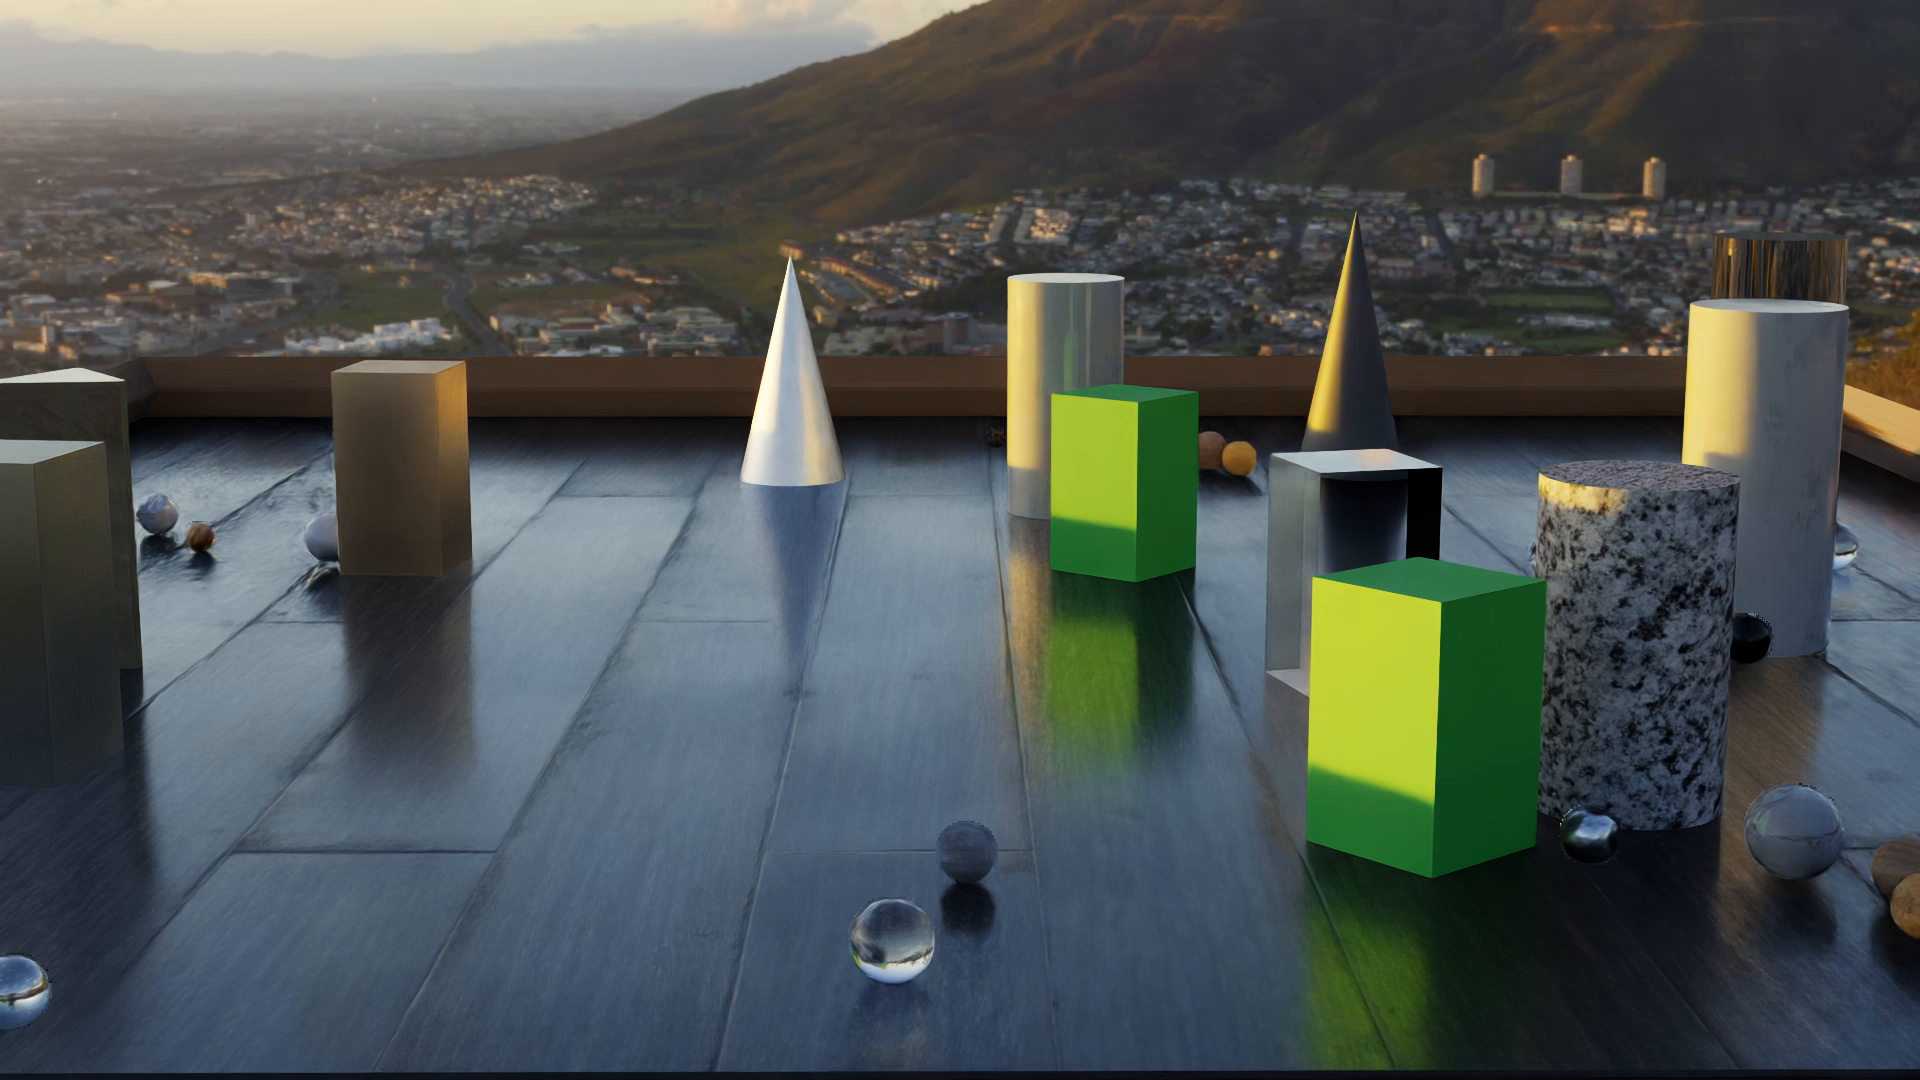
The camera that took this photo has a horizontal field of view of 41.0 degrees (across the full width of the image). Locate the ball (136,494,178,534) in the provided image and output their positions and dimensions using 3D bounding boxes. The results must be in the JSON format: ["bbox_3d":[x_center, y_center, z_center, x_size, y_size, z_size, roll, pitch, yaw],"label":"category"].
[{"bbox_3d":[-1.253,-0.040,4.007,0.062,0.062,0.062,0,11,0],"label":"ball"}]

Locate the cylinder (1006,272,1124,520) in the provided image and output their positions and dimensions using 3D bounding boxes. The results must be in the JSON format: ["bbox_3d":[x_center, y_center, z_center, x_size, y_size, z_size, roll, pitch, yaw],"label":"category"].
[{"bbox_3d":[0.172,-0.237,4.193,0.190,0.382,0.190,0,11,0],"label":"cylinder"}]

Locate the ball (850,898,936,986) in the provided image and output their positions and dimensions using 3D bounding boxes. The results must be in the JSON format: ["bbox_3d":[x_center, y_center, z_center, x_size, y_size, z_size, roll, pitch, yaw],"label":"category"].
[{"bbox_3d":[-0.054,0.321,2.051,0.069,0.069,0.069,0,11,0],"label":"ball"}]

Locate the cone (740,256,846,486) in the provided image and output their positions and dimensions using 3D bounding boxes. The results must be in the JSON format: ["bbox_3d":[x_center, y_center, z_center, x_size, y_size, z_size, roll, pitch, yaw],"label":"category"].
[{"bbox_3d":[-0.296,-0.305,4.522,0.190,0.395,0.190,0,11,0],"label":"cone"}]

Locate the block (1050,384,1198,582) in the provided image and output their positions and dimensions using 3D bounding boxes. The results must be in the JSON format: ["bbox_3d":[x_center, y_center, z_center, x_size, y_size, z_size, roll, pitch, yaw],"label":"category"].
[{"bbox_3d":[0.238,-0.086,3.720,0.152,0.257,0.152,9,14,38],"label":"block"}]

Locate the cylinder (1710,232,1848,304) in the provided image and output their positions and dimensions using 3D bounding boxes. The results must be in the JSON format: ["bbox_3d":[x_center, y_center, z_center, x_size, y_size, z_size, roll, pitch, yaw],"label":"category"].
[{"bbox_3d":[1.207,-0.214,3.814,0.190,0.474,0.190,0,11,0],"label":"cylinder"}]

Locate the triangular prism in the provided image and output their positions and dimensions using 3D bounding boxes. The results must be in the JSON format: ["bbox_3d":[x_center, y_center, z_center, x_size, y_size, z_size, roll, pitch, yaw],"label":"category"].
[{"bbox_3d":[-1.089,-0.028,3.155,0.164,0.351,0.142,-1,11,-7],"label":"triangular prism"}]

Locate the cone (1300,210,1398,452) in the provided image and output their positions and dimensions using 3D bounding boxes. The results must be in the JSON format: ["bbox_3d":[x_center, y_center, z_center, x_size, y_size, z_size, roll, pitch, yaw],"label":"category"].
[{"bbox_3d":[0.709,-0.363,4.627,0.190,0.469,0.190,0,11,0],"label":"cone"}]

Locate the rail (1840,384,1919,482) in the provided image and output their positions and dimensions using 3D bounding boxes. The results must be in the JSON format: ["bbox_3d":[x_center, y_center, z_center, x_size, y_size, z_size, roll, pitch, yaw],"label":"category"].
[{"bbox_3d":[1.664,0.030,3.459,0.045,0.123,3.841,0,11,0],"label":"rail"}]

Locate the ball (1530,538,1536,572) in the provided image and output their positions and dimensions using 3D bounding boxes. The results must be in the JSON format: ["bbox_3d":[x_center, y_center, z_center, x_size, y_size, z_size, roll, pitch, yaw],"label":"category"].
[{"bbox_3d":[0.847,0.020,3.593,0.095,0.095,0.095,0,11,0],"label":"ball"}]

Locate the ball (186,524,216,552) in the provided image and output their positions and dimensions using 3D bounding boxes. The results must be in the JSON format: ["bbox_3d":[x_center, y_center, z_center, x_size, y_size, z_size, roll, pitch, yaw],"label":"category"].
[{"bbox_3d":[-1.145,-0.004,3.865,0.043,0.043,0.043,0,11,0],"label":"ball"}]

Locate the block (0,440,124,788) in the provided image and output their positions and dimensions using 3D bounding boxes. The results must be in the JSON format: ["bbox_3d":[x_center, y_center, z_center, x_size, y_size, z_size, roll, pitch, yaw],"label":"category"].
[{"bbox_3d":[-0.983,0.073,2.661,0.152,0.334,0.152,2,11,8],"label":"block"}]

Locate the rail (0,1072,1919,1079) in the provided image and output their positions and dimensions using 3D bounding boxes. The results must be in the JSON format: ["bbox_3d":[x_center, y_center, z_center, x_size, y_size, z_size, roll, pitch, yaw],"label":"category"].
[{"bbox_3d":[0.011,0.379,1.585,3.375,0.123,0.045,0,11,0],"label":"rail"}]

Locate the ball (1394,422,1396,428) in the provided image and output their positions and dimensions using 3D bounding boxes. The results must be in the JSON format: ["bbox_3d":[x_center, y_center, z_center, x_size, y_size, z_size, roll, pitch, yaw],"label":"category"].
[{"bbox_3d":[0.785,-0.212,4.873,0.084,0.084,0.084,0,11,0],"label":"ball"}]

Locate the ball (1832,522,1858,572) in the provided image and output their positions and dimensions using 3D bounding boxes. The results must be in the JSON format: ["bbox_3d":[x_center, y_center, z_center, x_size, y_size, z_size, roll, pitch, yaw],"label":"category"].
[{"bbox_3d":[1.260,0.010,3.711,0.073,0.073,0.073,0,11,0],"label":"ball"}]

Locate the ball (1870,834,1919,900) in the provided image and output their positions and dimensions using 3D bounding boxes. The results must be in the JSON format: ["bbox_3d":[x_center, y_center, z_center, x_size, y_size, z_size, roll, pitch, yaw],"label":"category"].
[{"bbox_3d":[0.830,0.288,2.244,0.062,0.062,0.062,0,11,0],"label":"ball"}]

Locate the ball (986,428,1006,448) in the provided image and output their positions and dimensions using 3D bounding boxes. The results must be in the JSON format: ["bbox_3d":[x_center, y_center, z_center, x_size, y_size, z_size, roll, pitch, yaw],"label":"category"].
[{"bbox_3d":[0.069,-0.195,4.902,0.040,0.040,0.040,0,11,0],"label":"ball"}]

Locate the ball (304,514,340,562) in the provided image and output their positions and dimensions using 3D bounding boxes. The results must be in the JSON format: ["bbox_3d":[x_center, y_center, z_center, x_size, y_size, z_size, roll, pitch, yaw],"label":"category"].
[{"bbox_3d":[-0.922,-0.003,3.753,0.071,0.071,0.071,0,11,0],"label":"ball"}]

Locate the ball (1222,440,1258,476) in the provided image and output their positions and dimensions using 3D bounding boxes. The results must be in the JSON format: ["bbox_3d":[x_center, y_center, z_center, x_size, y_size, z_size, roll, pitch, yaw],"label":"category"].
[{"bbox_3d":[0.498,-0.146,4.573,0.063,0.063,0.063,0,11,0],"label":"ball"}]

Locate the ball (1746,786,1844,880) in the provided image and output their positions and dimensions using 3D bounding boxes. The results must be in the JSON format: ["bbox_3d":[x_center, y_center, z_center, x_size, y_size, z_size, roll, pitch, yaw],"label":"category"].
[{"bbox_3d":[0.753,0.264,2.313,0.085,0.085,0.085,0,11,0],"label":"ball"}]

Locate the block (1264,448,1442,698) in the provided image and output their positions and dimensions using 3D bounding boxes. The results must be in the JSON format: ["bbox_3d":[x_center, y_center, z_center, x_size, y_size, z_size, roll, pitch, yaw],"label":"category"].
[{"bbox_3d":[0.463,0.037,3.033,0.152,0.266,0.152,-3,11,-15],"label":"block"}]

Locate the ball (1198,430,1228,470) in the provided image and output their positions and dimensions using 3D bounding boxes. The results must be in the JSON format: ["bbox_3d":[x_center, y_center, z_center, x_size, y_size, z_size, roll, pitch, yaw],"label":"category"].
[{"bbox_3d":[0.451,-0.162,4.638,0.071,0.071,0.071,0,11,0],"label":"ball"}]

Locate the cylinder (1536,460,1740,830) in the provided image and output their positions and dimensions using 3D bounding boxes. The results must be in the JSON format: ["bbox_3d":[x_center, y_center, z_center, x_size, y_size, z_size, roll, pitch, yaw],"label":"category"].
[{"bbox_3d":[0.661,0.099,2.527,0.190,0.331,0.190,0,11,0],"label":"cylinder"}]

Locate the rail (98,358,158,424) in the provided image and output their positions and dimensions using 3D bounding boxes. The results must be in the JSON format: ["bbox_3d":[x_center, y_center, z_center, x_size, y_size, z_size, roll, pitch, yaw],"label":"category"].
[{"bbox_3d":[-1.664,0.033,3.440,0.045,0.123,3.841,0,11,0],"label":"rail"}]

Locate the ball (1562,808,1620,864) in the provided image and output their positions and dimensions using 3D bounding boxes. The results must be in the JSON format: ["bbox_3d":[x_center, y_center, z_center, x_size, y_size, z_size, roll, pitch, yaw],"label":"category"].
[{"bbox_3d":[0.580,0.272,2.359,0.052,0.052,0.052,0,11,0],"label":"ball"}]

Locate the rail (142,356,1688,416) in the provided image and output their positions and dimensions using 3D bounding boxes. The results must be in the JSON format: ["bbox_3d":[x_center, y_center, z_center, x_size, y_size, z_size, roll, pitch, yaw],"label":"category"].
[{"bbox_3d":[-0.011,-0.316,5.314,3.375,0.123,0.045,0,11,0],"label":"rail"}]

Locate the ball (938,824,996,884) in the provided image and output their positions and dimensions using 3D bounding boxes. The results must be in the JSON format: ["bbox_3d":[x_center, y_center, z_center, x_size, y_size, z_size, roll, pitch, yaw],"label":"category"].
[{"bbox_3d":[0.006,0.282,2.305,0.053,0.053,0.053,0,11,0],"label":"ball"}]

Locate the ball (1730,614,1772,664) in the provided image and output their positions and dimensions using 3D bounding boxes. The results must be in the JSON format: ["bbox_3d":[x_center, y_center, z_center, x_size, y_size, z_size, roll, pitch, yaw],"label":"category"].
[{"bbox_3d":[0.964,0.122,3.146,0.060,0.060,0.060,0,11,0],"label":"ball"}]

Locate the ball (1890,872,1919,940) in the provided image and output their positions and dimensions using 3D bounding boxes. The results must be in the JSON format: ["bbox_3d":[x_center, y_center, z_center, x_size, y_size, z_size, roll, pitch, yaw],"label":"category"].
[{"bbox_3d":[0.811,0.308,2.154,0.057,0.057,0.057,0,11,0],"label":"ball"}]

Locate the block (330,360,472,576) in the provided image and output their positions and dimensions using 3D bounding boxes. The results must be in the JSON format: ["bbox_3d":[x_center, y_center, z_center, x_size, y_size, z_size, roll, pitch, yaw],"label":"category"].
[{"bbox_3d":[-0.810,-0.107,3.735,0.152,0.293,0.152,1,11,5],"label":"block"}]

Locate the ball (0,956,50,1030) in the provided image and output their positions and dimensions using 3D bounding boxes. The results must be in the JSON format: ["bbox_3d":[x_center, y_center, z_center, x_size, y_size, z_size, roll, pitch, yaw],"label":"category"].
[{"bbox_3d":[-0.724,0.345,1.958,0.056,0.056,0.056,0,11,0],"label":"ball"}]

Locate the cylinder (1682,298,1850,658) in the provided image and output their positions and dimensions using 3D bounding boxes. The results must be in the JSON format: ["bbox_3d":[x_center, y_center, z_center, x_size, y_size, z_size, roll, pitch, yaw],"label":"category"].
[{"bbox_3d":[1.008,-0.082,3.234,0.190,0.428,0.190,0,11,0],"label":"cylinder"}]

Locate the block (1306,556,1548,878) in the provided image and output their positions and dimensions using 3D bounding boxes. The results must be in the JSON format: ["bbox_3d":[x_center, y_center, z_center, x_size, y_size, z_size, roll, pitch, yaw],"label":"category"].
[{"bbox_3d":[0.435,0.161,2.401,0.152,0.255,0.152,-9,14,-40],"label":"block"}]
